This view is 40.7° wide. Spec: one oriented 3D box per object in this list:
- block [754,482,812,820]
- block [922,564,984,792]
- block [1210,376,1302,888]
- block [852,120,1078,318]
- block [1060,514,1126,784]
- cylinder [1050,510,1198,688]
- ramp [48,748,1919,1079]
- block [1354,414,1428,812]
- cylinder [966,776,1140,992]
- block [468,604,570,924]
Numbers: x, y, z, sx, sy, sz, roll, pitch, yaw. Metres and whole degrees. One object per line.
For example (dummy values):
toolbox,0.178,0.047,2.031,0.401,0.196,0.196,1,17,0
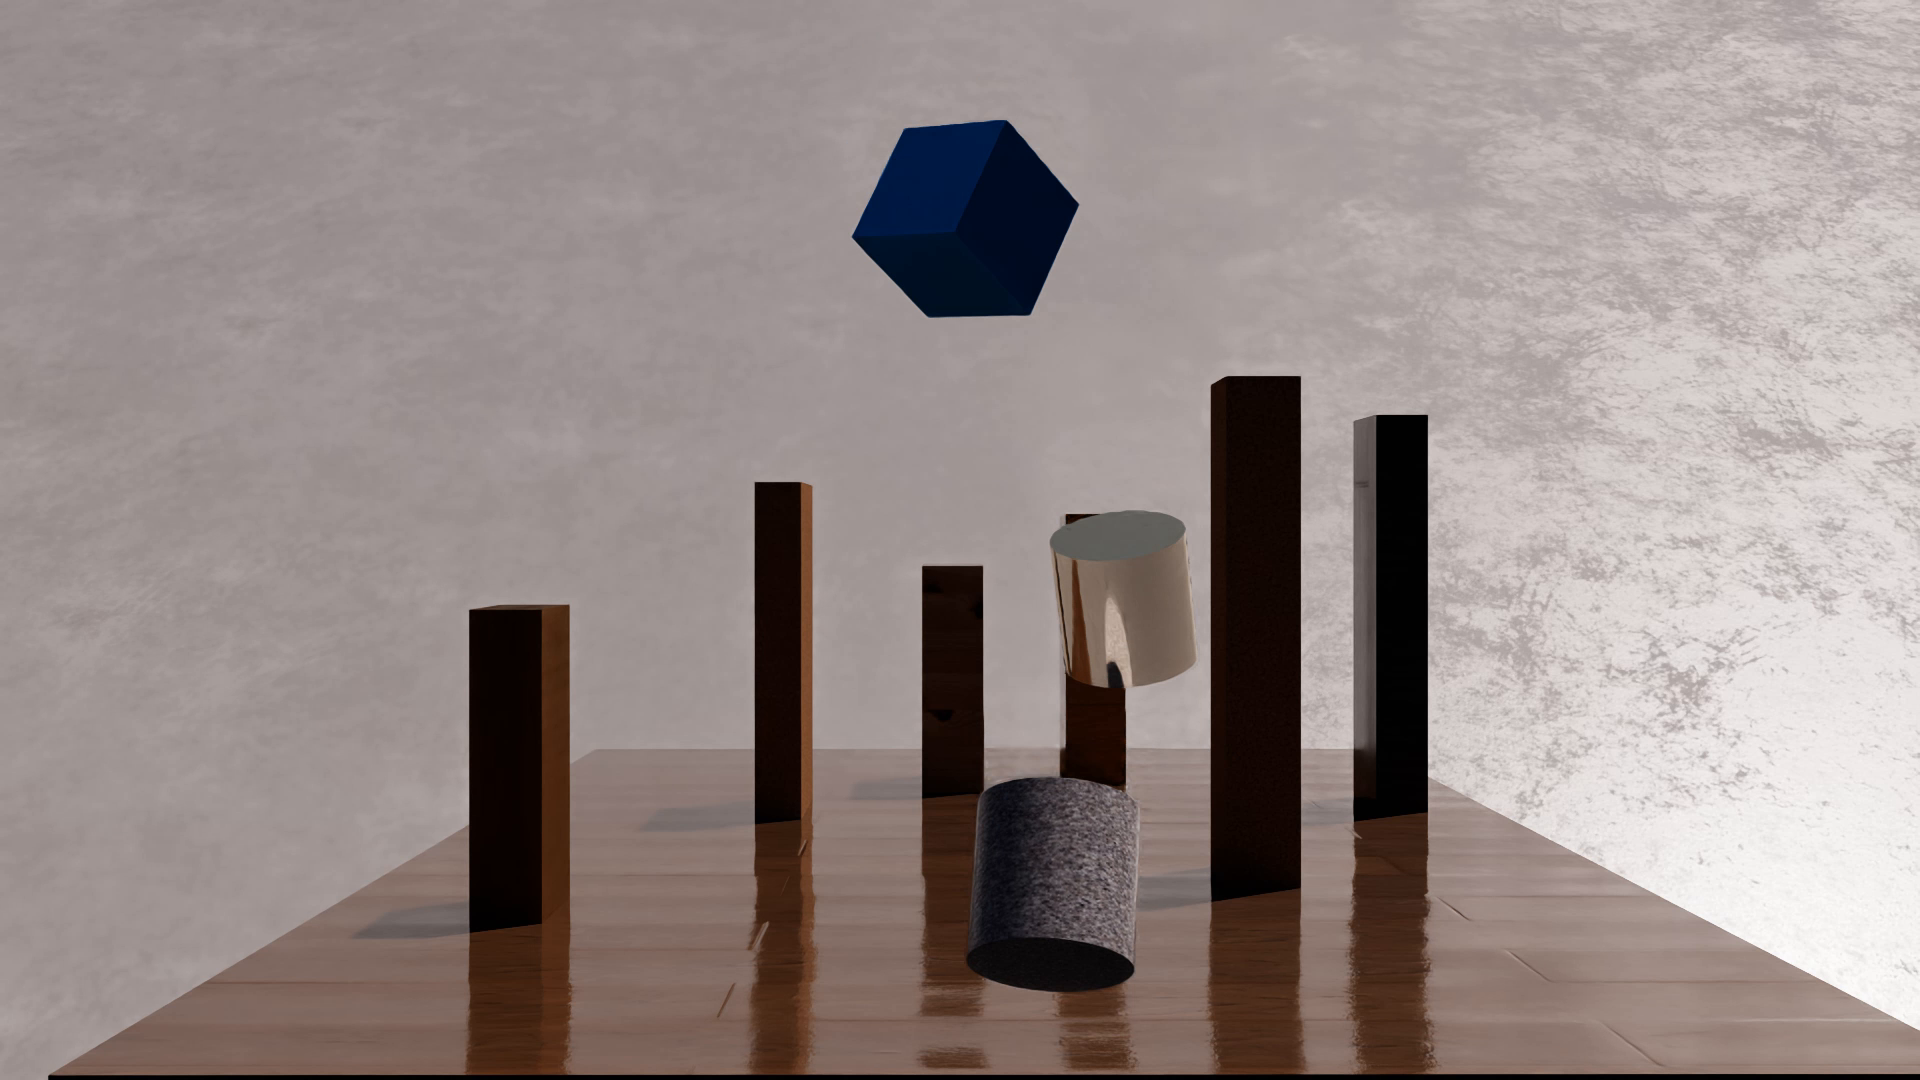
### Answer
block,-0.352,0.214,5.199,0.090,0.653,0.395,0,0,0
block,-0.016,0.297,5.714,0.131,0.484,0.387,0,0,0
block,0.474,0.143,4.160,0.116,0.799,0.255,0,0,0
block,0.006,-0.314,2.547,0.134,0.134,0.134,3,60,41
block,0.298,0.241,5.862,0.133,0.595,0.322,0,0,0
cylinder,0.172,0.061,2.700,0.141,0.141,0.141,-7,20,3
ramp,0.066,0.592,4.645,2.000,0.100,4.000,0,0,0
block,0.877,0.145,5.281,0.103,0.789,0.297,0,0,0
cylinder,0.091,0.334,2.498,0.160,0.160,0.160,2,62,4
block,-0.645,0.321,3.801,0.103,0.446,0.265,0,0,0
